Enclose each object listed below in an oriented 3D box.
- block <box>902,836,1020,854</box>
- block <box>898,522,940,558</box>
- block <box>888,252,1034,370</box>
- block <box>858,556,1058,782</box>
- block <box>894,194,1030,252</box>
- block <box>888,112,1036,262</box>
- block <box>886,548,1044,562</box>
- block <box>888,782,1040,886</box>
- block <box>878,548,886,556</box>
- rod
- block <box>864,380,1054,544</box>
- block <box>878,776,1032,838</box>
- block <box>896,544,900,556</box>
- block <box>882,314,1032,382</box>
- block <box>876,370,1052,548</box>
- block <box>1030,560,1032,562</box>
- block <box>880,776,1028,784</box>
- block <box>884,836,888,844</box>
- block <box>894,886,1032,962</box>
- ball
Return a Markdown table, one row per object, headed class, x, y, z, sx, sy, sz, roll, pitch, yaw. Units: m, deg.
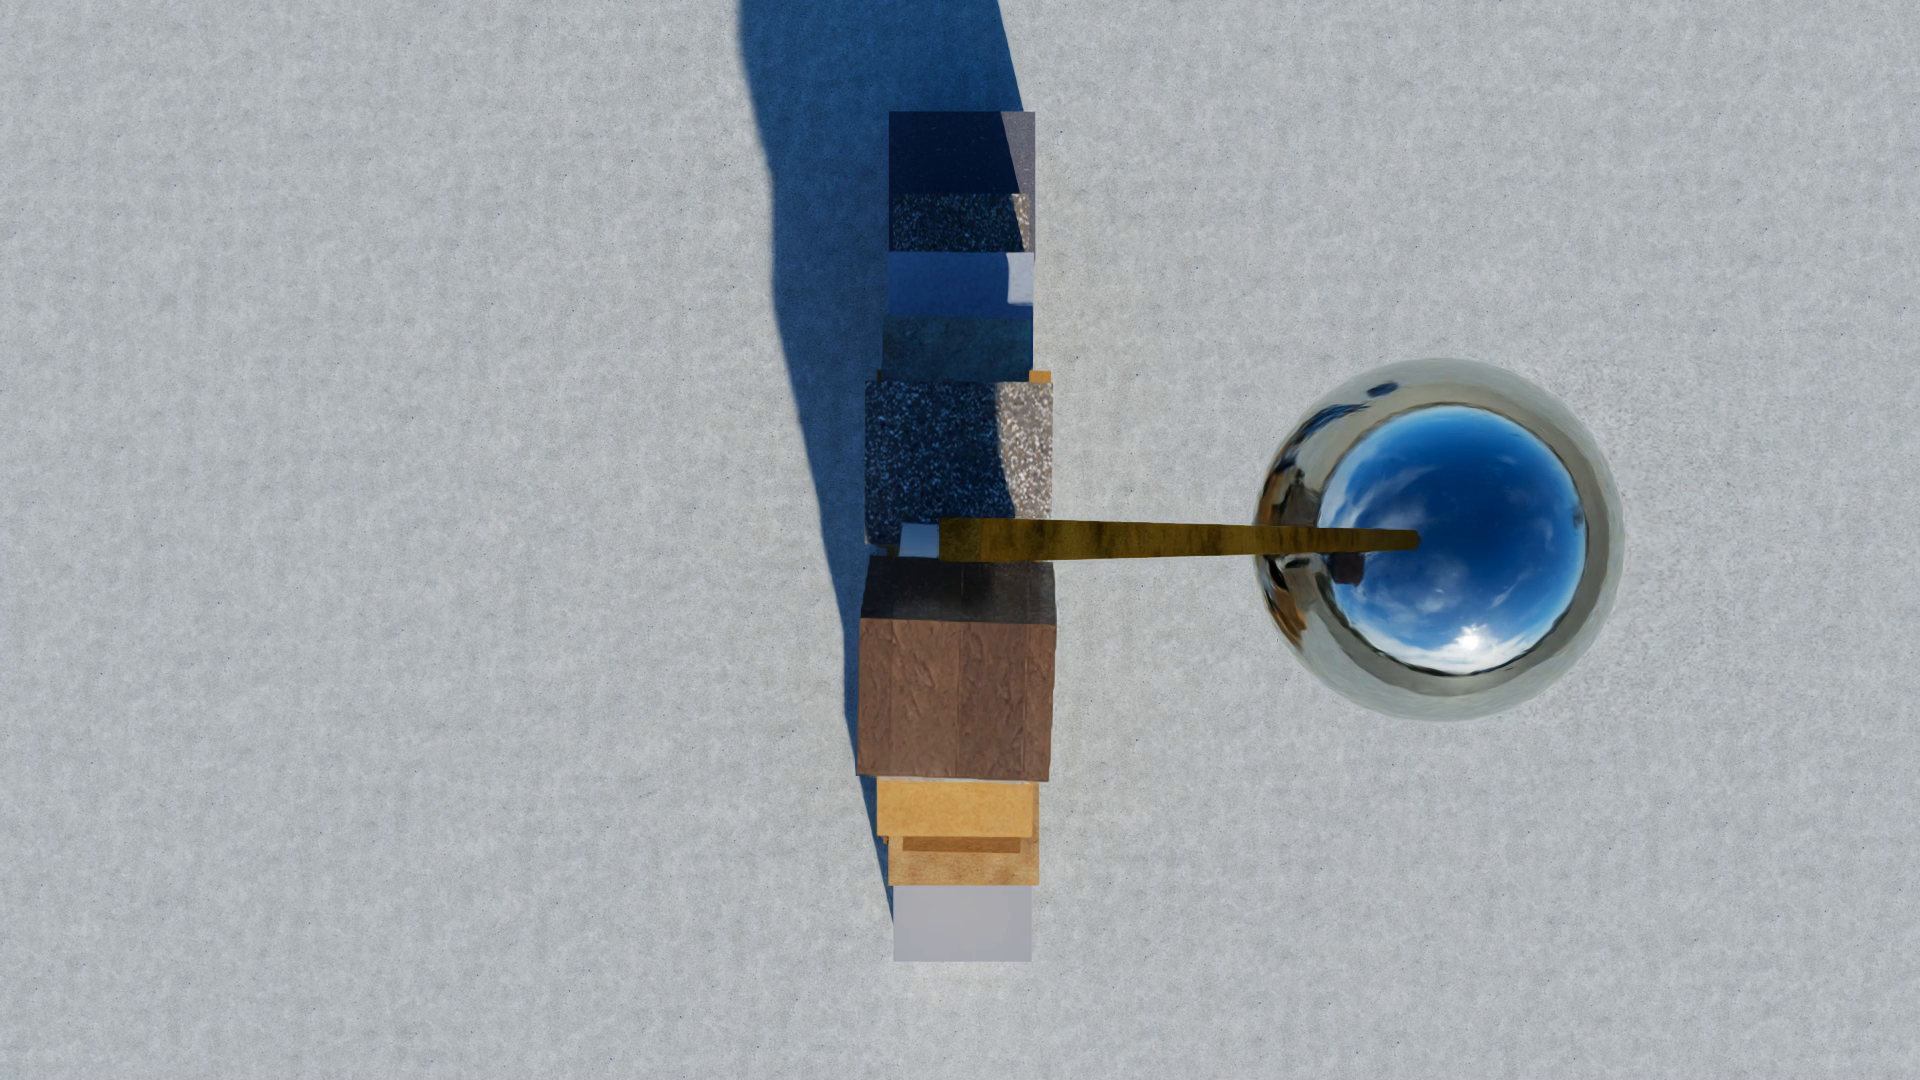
| class | x | y | z | sx | sy | sz | roll | pitch | yaw |
| --- | --- | --- | --- | --- | --- | --- | --- | --- | --- |
| block | 0.014 | 1.216 | 11.155 | 0.579 | 0.608 | 0.649 | 1 | 90 | 0 |
| block | -0.008 | 0.261 | 8.947 | 0.483 | 0.521 | 0.498 | 2 | 110 | 0 |
| block | 0.006 | -1.107 | 11.034 | 0.702 | 0.728 | 0.587 | 0 | 91 | 0 |
| block | -0.009 | 0.481 | 8.408 | 0.718 | 0.644 | 0.634 | 2 | 110 | 0 |
| block | 0.007 | -1.485 | 11.772 | 0.702 | 0.755 | 0.627 | 0 | 91 | 0 |
| block | 0.012 | -1.954 | 12.574 | 0.809 | 0.852 | 0.828 | 0 | 90 | 0 |
| block | 0.025 | -0.120 | 11.789 | 0.811 | 0.862 | 0.801 | 0 | 90 | 0 |
| block | 0.020 | 1.386 | 11.812 | 0.786 | 0.706 | 0.829 | 0 | 90 | 0 |
| block | -0.014 | 0.324 | 12.610 | 0.890 | 0.780 | 0.912 | 0 | 90 | 0 |
| rod | 0.899 | 0.000 | 6.417 | 0.080 | 5.200 | 0.080 | 0 | 90 | 20 |
| block | -0.006 | -0.343 | 9.499 | 0.779 | 0.738 | 0.678 | 0 | 94 | 0 |
| block | -0.019 | 0.930 | 10.411 | 0.716 | 0.702 | 0.718 | 1 | 106 | 0 |
| block | 0.012 | -0.059 | 10.193 | 0.606 | 0.607 | 0.597 | 0 | 93 | 0 |
| block | -0.022 | -0.699 | 10.187 | 0.663 | 0.639 | 0.606 | 2 | 90 | 0 |
| block | 0.017 | -0.385 | 10.932 | 0.832 | 0.855 | 0.847 | 0 | 90 | 0 |
| block | 0.026 | 0.479 | 11.028 | 0.658 | 0.734 | 0.664 | 2 | 106 | 0 |
| block | -0.018 | 0.684 | 9.626 | 0.628 | 0.696 | 0.676 | 1 | 90 | 0 |
| block | -0.008 | 1.235 | 12.582 | 0.835 | 0.836 | 0.889 | 0 | 90 | 0 |
| block | 0.014 | 2.029 | 12.673 | 0.776 | 0.654 | 0.677 | 0 | 90 | 0 |
| ball | 2.074 | 0.000 | 9.607 | 1.600 | 1.600 | 1.600 | 0 | 90 | 0 |
